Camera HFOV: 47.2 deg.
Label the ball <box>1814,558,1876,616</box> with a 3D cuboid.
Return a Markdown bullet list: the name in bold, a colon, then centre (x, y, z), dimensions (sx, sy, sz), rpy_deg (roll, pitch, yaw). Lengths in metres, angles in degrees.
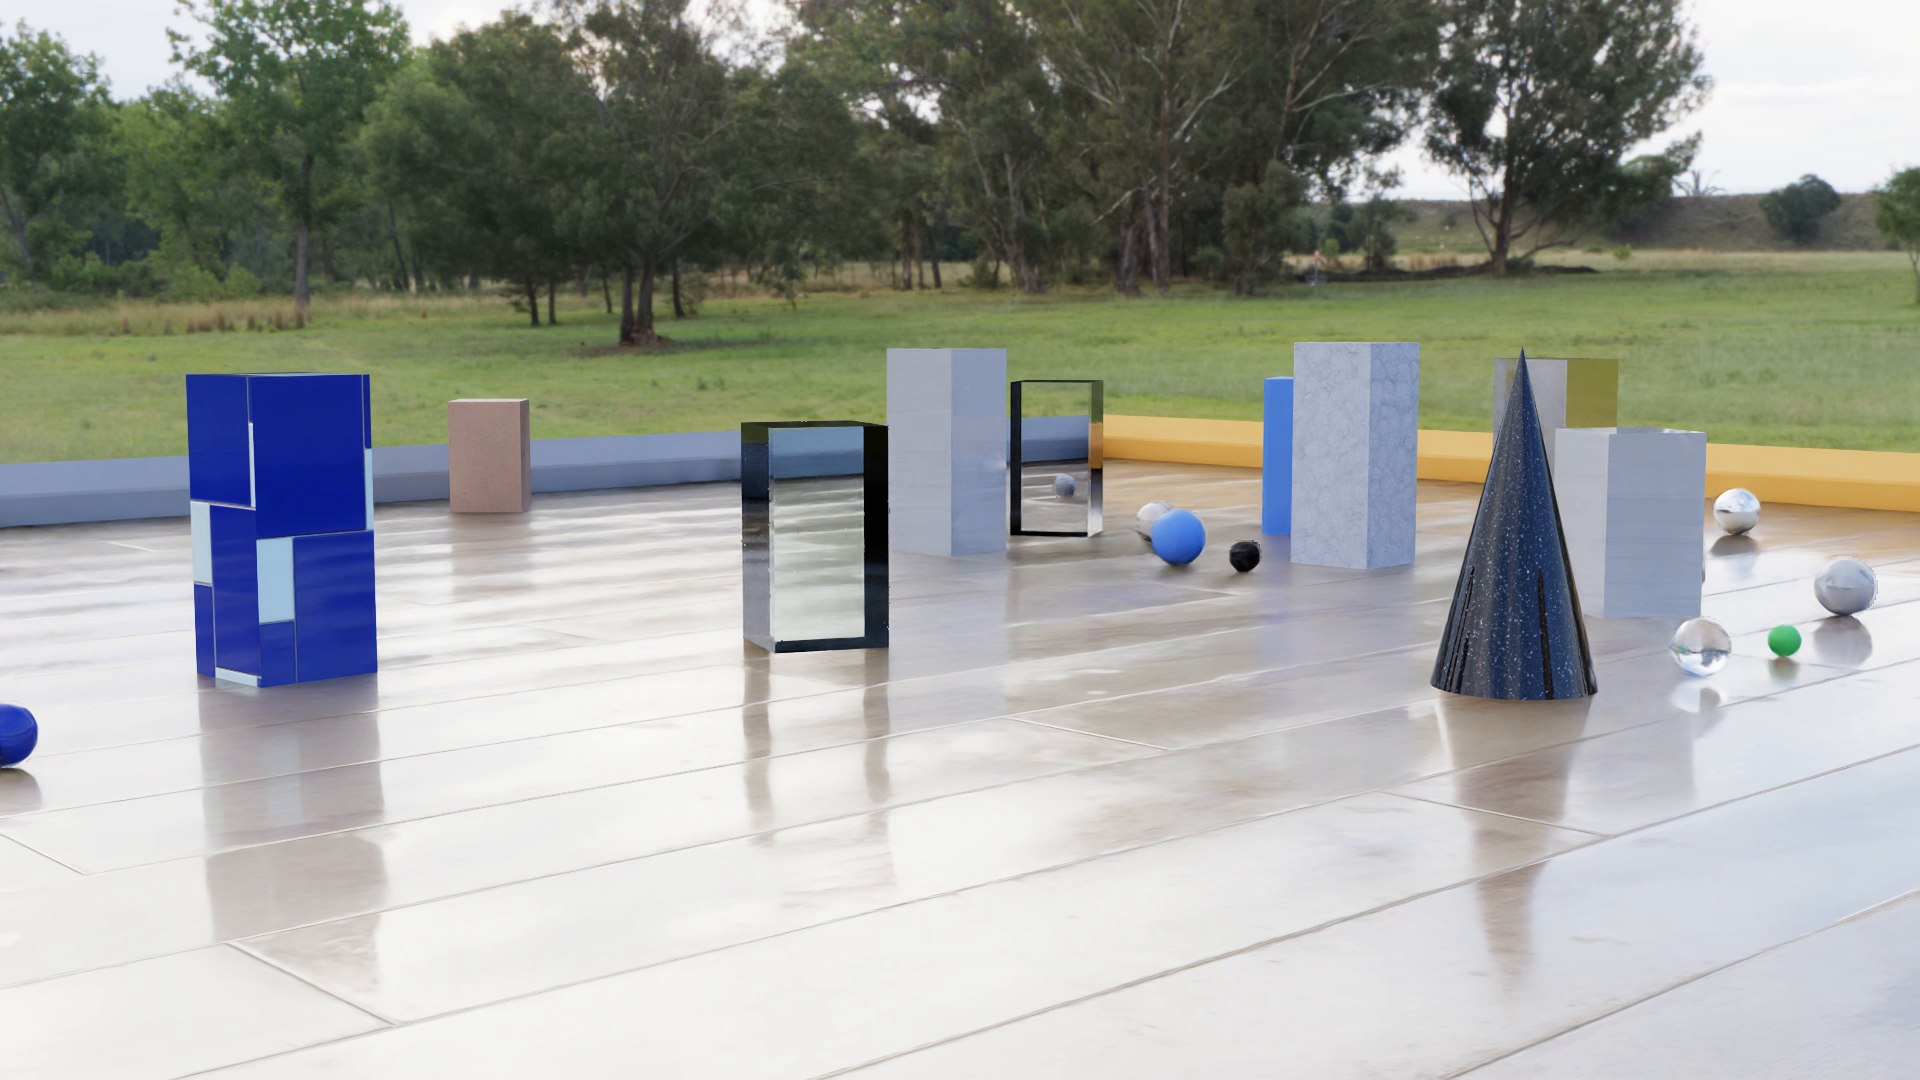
- **ball**: centre (1.292, 0.068, 3.212), dimensions (0.084, 0.084, 0.084), rpy_deg (0, 6, 0)

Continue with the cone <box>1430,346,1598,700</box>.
- **cone**: centre (0.658, -0.028, 2.593), dimensions (0.196, 0.403, 0.196), rpy_deg (0, 6, 0)

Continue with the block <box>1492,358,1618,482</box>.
- **block**: centre (1.088, -0.154, 4.029), dimensions (0.157, 0.356, 0.157), rpy_deg (-5, 8, -39)

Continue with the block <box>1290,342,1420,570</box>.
- **block**: centre (0.696, -0.153, 3.873), dimensions (0.157, 0.388, 0.157), rpy_deg (6, 8, 43)

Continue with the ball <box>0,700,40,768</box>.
- **ball**: centre (-0.933, 0.189, 2.142), dimensions (0.066, 0.066, 0.066), rpy_deg (0, 6, 0)

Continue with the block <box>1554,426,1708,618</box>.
- **block**: centre (0.989, -0.029, 3.260), dimensions (0.157, 0.267, 0.157), rpy_deg (-1, 6, -13)

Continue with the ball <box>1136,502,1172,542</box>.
- **ball**: centre (0.375, -0.033, 4.202), dimensions (0.080, 0.080, 0.080), rpy_deg (0, 6, 0)

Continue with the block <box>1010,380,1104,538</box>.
- **block**: centre (0.194, -0.166, 4.395), dimensions (0.157, 0.303, 0.157), rpy_deg (2, 6, 14)

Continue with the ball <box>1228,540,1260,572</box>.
- **ball**: centre (0.484, 0.028, 3.746), dimensions (0.053, 0.053, 0.053), rpy_deg (0, 6, 0)

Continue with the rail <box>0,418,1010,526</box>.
- **rail**: centre (-1.487, -0.135, 4.935), dimensions (5.197, 0.127, 0.045), rpy_deg (-5, 8, -42)

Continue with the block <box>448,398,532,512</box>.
- **block**: centre (-1.051, -0.191, 4.922), dimensions (0.157, 0.244, 0.157), rpy_deg (0, 6, -4)

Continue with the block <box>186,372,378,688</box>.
- **block**: centre (-0.829, -0.019, 2.690), dimensions (0.157, 0.366, 0.157), rpy_deg (6, 8, 43)

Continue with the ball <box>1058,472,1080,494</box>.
- **ball**: centre (0.264, -0.135, 5.310), dimensions (0.053, 0.053, 0.053), rpy_deg (0, 6, 0)

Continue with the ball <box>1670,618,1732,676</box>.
- **ball**: centre (0.903, 0.131, 2.680), dimensions (0.071, 0.071, 0.071), rpy_deg (0, 6, 0)

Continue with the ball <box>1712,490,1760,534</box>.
- **ball**: centre (1.544, -0.056, 4.372), dimensions (0.090, 0.090, 0.090), rpy_deg (0, 6, 0)

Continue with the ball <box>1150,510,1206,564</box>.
- **ball**: centre (0.382, -0.004, 3.849), dimensions (0.096, 0.096, 0.096), rpy_deg (0, 6, 0)

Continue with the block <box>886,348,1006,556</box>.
- **block**: centre (-0.025, -0.168, 4.077), dimensions (0.157, 0.374, 0.157), rpy_deg (5, 8, 40)

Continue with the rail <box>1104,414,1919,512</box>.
- **rail**: centre (1.892, -0.149, 5.069), dimensions (0.045, 0.127, 4.433), rpy_deg (-5, 8, -42)

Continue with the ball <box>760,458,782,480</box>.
- **ball**: centre (-0.499, -0.188, 5.802), dimensions (0.054, 0.054, 0.054), rpy_deg (0, 6, 0)

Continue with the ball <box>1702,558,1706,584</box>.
- **ball**: centre (1.119, 0.049, 3.420), dimensions (0.080, 0.080, 0.080), rpy_deg (0, 6, 0)

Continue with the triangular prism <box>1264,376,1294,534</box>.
- **triangular prism**: centre (0.671, -0.174, 4.446), dimensions (0.169, 0.308, 0.147), rpy_deg (-1, 6, -12)

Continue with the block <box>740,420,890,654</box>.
- **block**: centre (-0.195, -0.009, 2.942), dimensions (0.157, 0.293, 0.157), rpy_deg (-2, 6, -21)

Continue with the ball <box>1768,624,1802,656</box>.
- **ball**: centre (1.062, 0.129, 2.834), dimensions (0.042, 0.042, 0.042), rpy_deg (0, 6, 0)
